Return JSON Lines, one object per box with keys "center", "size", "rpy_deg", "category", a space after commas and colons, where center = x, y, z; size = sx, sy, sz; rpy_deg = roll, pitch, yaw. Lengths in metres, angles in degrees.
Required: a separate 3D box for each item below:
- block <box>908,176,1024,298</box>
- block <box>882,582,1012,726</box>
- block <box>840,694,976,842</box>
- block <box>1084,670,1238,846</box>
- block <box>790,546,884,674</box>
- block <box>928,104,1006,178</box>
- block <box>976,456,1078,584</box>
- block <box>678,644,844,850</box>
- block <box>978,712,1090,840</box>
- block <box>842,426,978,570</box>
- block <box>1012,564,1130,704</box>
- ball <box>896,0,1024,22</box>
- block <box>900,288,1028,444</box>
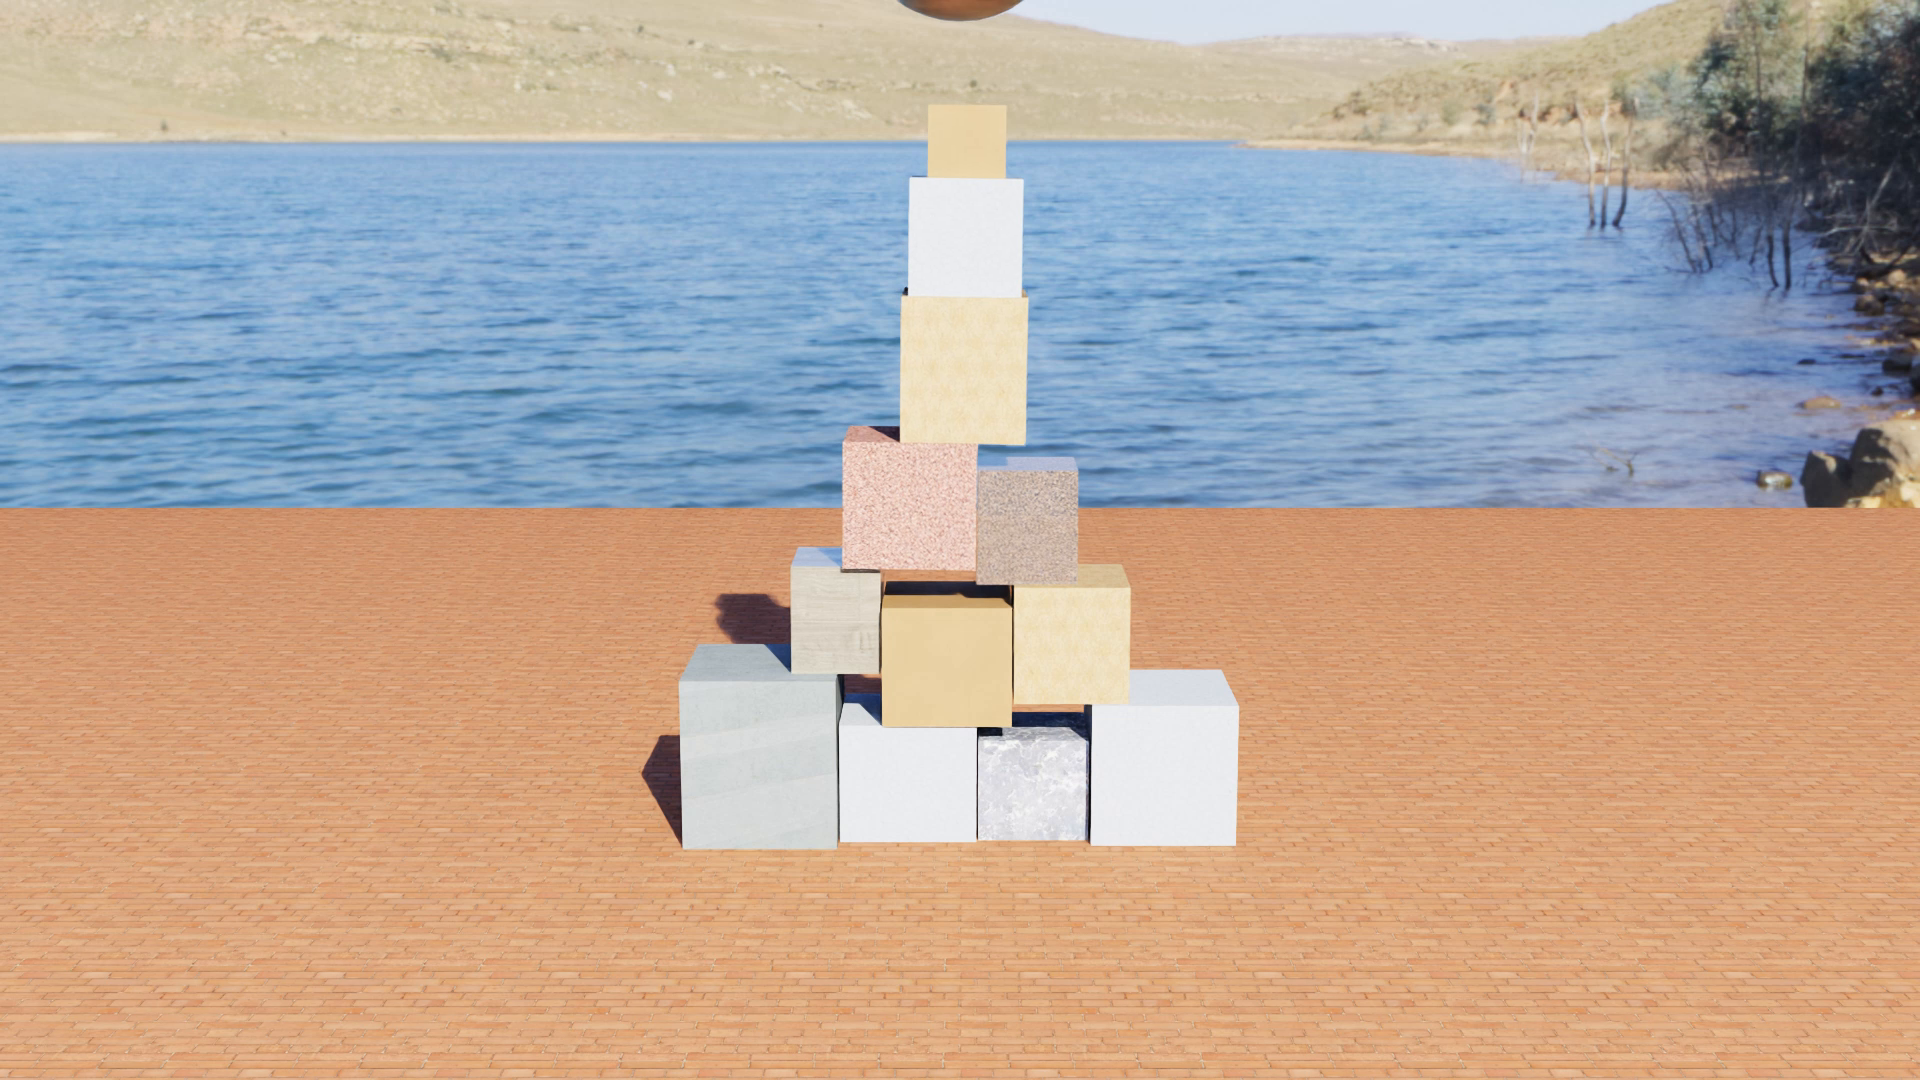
{"center": [0.028, -1.508, 10.897], "size": [0.548, 0.566, 0.541], "rpy_deg": [1, 10, 0], "category": "block"}
{"center": [-0.065, 0.576, 11.299], "size": [0.647, 0.607, 0.686], "rpy_deg": [0, 10, 0], "category": "block"}
{"center": [-0.262, 1.173, 11.411], "size": [0.689, 0.609, 0.654], "rpy_deg": [0, 10, 0], "category": "block"}
{"center": [1.026, 1.116, 11.400], "size": [0.730, 0.725, 0.762], "rpy_deg": [0, 10, 0], "category": "block"}
{"center": [-0.620, 0.354, 11.253], "size": [0.447, 0.547, 0.538], "rpy_deg": [0, 10, 0], "category": "block"}
{"center": [0.034, -1.963, 10.838], "size": [0.377, 0.349, 0.431], "rpy_deg": [1, 10, 0], "category": "block"}
{"center": [0.335, -0.103, 11.157], "size": [0.502, 0.574, 0.482], "rpy_deg": [0, 10, 0], "category": "block"}
{"center": [-1.004, 1.052, 11.360], "size": [0.774, 0.865, 0.821], "rpy_deg": [0, 10, 0], "category": "block"}
{"center": [0.372, 1.218, 11.407], "size": [0.559, 0.522, 0.564], "rpy_deg": [0, 10, 0], "category": "block"}
{"center": [-0.248, -0.221, 11.139], "size": [0.658, 0.632, 0.627], "rpy_deg": [1, 10, 0], "category": "block"}
{"center": [0.557, 0.474, 11.248], "size": [0.577, 0.593, 0.616], "rpy_deg": [0, 10, 0], "category": "block"}
{"center": [0.000, -4.498, 15.602], "size": [1.600, 1.600, 1.600], "rpy_deg": [0, 10, 0], "category": "ball"}
{"center": [0.018, -0.882, 11.029], "size": [0.613, 0.715, 0.655], "rpy_deg": [1, 10, 0], "category": "block"}
